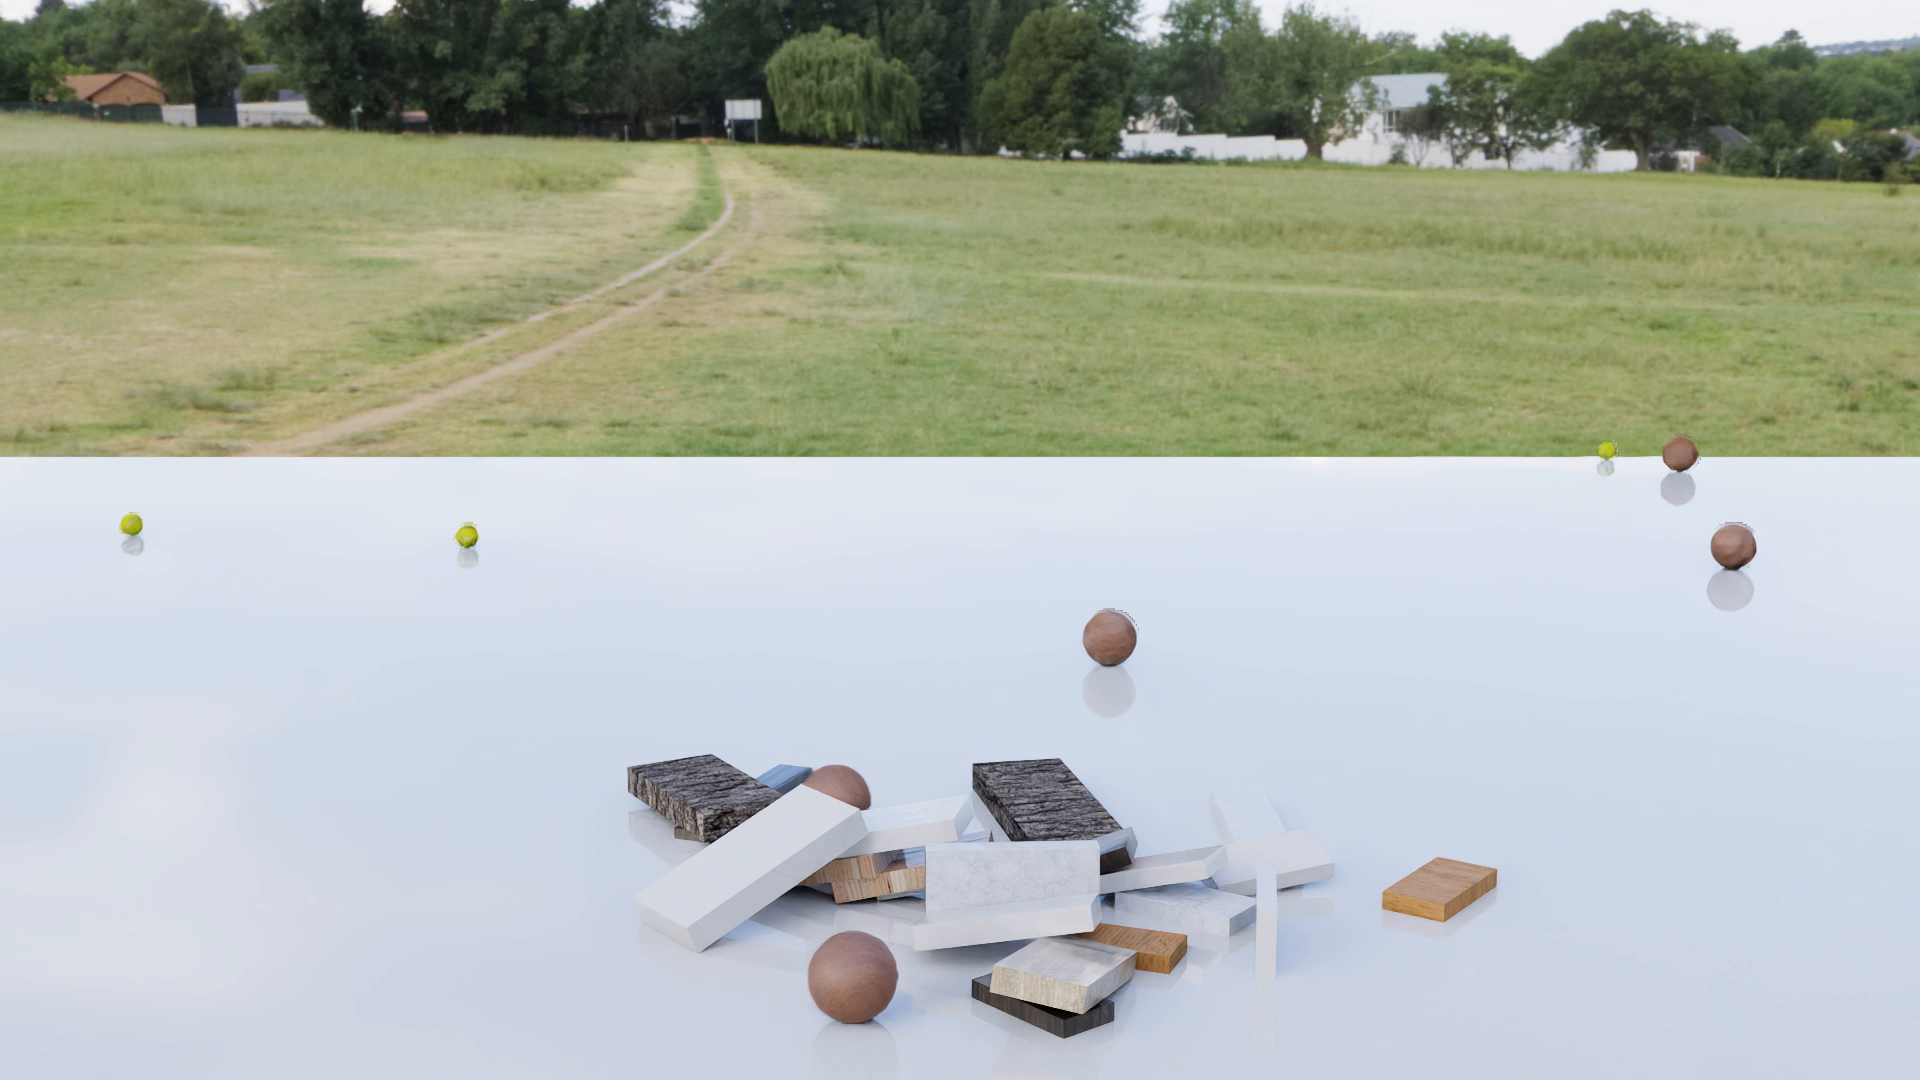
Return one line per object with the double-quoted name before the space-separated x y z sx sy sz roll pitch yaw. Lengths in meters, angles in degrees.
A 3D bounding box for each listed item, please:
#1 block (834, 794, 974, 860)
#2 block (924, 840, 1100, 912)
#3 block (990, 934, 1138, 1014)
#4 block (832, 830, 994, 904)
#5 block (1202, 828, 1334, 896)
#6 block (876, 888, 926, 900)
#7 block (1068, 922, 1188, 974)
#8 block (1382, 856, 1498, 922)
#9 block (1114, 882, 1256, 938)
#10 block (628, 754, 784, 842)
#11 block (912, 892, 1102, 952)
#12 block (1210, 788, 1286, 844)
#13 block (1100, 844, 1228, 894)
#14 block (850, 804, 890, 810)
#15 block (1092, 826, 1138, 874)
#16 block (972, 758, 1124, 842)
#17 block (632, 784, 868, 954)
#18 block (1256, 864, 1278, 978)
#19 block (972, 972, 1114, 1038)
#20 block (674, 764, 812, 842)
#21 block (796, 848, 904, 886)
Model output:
"block" -0.117 0.478 3.643 0.260 0.037 0.130 -10 9 14
"block" 0.083 0.552 3.497 0.275 0.138 0.039 -1 11 -3
"block" 0.155 0.627 3.199 0.138 0.039 0.277 10 3 19
"block" -0.075 0.542 3.657 0.260 0.037 0.130 -12 9 7
"block" 0.509 0.546 3.702 0.214 0.030 0.107 -8 28 -17
"block" -0.078 0.572 3.652 0.118 0.017 0.059 -11 9 9
"block" 0.242 0.626 3.396 0.198 0.028 0.099 4 11 21
"block" 0.797 0.578 3.648 0.108 0.031 0.216 8 13 35
"block" 0.371 0.592 3.573 0.214 0.030 0.107 8 13 36
"block" -0.466 0.472 4.059 0.174 0.049 0.348 -6 12 -30
"block" 0.074 0.587 3.381 0.275 0.039 0.138 -8 -3 9
"block" 0.529 0.524 3.947 0.099 0.028 0.443 0 11 -1
"block" 0.320 0.542 3.608 0.216 0.031 0.108 -13 1 26
"block" -0.201 0.507 4.064 0.140 0.020 0.070 0 11 1
"block" 0.184 0.539 3.650 0.216 0.031 0.108 -20 6 13
"block" 0.161 0.498 4.028 0.174 0.049 0.511 -2 11 -12
"block" -0.336 0.524 3.543 0.348 0.049 0.174 -32 26 -29
"block" 0.472 0.586 3.397 0.030 0.107 0.214 1 11 7
"block" 0.119 0.666 3.184 0.099 0.028 0.198 -9 14 -39
"block" -0.403 0.492 4.141 0.070 0.020 0.436 4 11 21
"block" -0.240 0.537 3.684 0.260 0.037 0.130 -9 9 21
